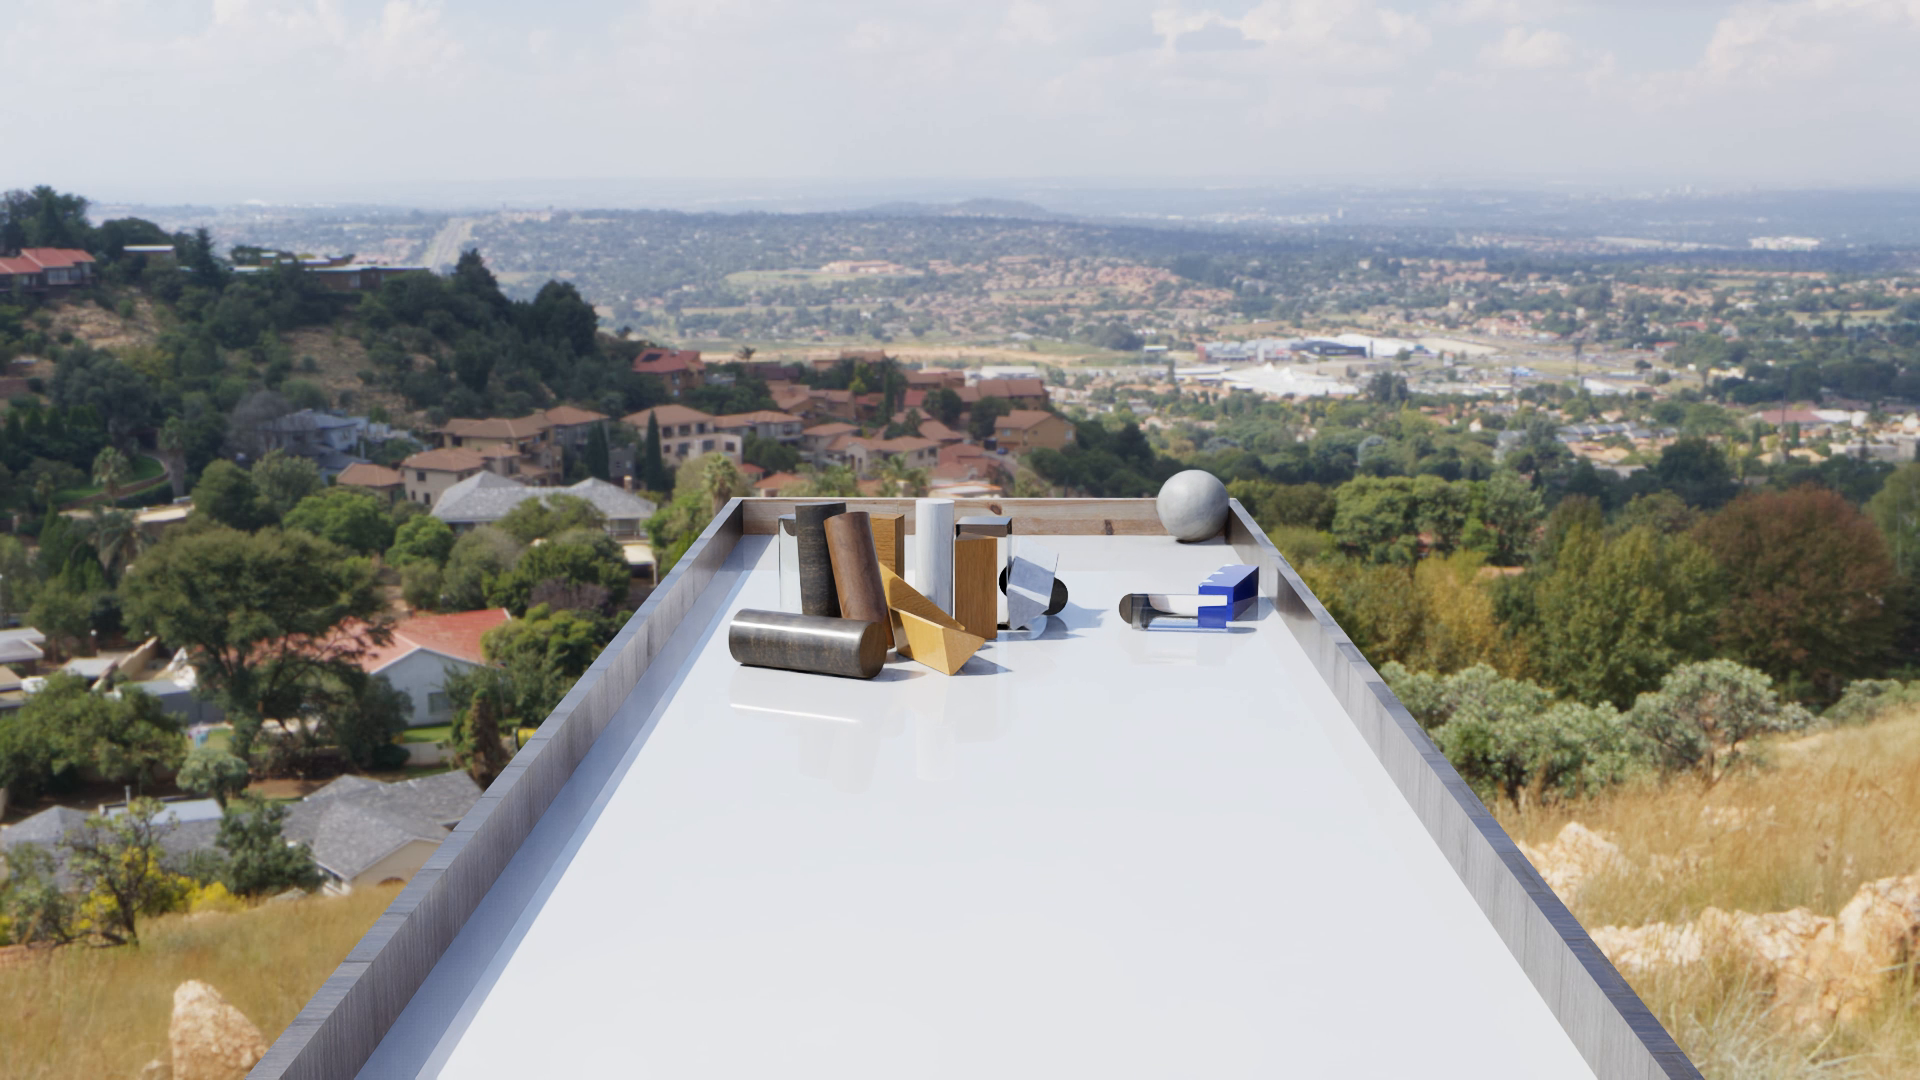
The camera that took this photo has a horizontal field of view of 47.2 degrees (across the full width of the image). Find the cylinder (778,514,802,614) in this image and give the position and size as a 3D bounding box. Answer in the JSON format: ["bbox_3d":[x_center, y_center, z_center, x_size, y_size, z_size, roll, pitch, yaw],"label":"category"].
[{"bbox_3d":[-0.535,0.102,7.212,0.116,0.362,0.116,0,9,0],"label":"cylinder"}]

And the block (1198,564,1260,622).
[{"bbox_3d":[0.919,0.178,7.510,0.118,0.118,0.438,3,10,19],"label":"block"}]

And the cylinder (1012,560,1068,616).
[{"bbox_3d":[0.254,0.161,7.571,0.132,0.132,0.373,-2,9,-15],"label":"cylinder"}]

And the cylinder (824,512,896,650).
[{"bbox_3d":[-0.309,0.135,6.738,0.144,0.422,0.144,-11,-11,-2],"label":"cylinder"}]

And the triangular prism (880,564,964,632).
[{"bbox_3d":[-0.163,0.186,6.897,0.416,0.080,0.093,37,17,17],"label":"triangular prism"}]

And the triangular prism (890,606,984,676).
[{"bbox_3d":[-0.096,0.277,6.633,0.150,0.130,0.368,-45,25,-14],"label":"triangular prism"}]

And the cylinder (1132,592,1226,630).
[{"bbox_3d":[0.714,0.234,7.158,0.306,0.117,0.117,1,9,7],"label":"cylinder"}]

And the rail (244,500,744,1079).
[{"bbox_3d":[-1.004,0.839,3.234,0.050,0.150,12.000,0,9,1],"label":"rail"}]

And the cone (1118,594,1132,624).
[{"bbox_3d":[0.669,0.222,7.447,0.103,0.103,0.437,5,3,27],"label":"cone"}]

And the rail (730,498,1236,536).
[{"bbox_3d":[0.099,-0.098,9.147,2.100,0.150,0.050,0,9,1],"label":"rail"}]

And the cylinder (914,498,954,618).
[{"bbox_3d":[-0.081,0.098,6.964,0.122,0.445,0.122,1,8,0],"label":"cylinder"}]

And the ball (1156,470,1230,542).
[{"bbox_3d":[0.949,-0.140,8.954,0.294,0.294,0.294,0,9,0],"label":"ball"}]

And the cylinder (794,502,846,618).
[{"bbox_3d":[-0.429,0.098,6.977,0.162,0.429,0.162,-3,4,0],"label":"cylinder"}]

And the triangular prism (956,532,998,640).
[{"bbox_3d":[0.031,0.146,7.019,0.143,0.327,0.123,-4,12,-20],"label":"triangular prism"}]

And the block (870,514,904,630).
[{"bbox_3d":[-0.247,0.102,7.206,0.105,0.364,0.105,3,9,16],"label":"block"}]

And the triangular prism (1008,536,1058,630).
[{"bbox_3d":[0.214,0.121,7.288,0.147,0.128,0.401,-33,17,21],"label":"triangular prism"}]

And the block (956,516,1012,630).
[{"bbox_3d":[0.080,0.108,7.212,0.166,0.348,0.166,1,9,8],"label":"block"}]

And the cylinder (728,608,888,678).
[{"bbox_3d":[-0.454,0.305,6.547,0.453,0.167,0.167,5,10,27],"label":"cylinder"}]

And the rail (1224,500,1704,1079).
[{"bbox_3d":[1.046,0.843,3.208,0.050,0.150,12.000,0,9,1],"label":"rail"}]
